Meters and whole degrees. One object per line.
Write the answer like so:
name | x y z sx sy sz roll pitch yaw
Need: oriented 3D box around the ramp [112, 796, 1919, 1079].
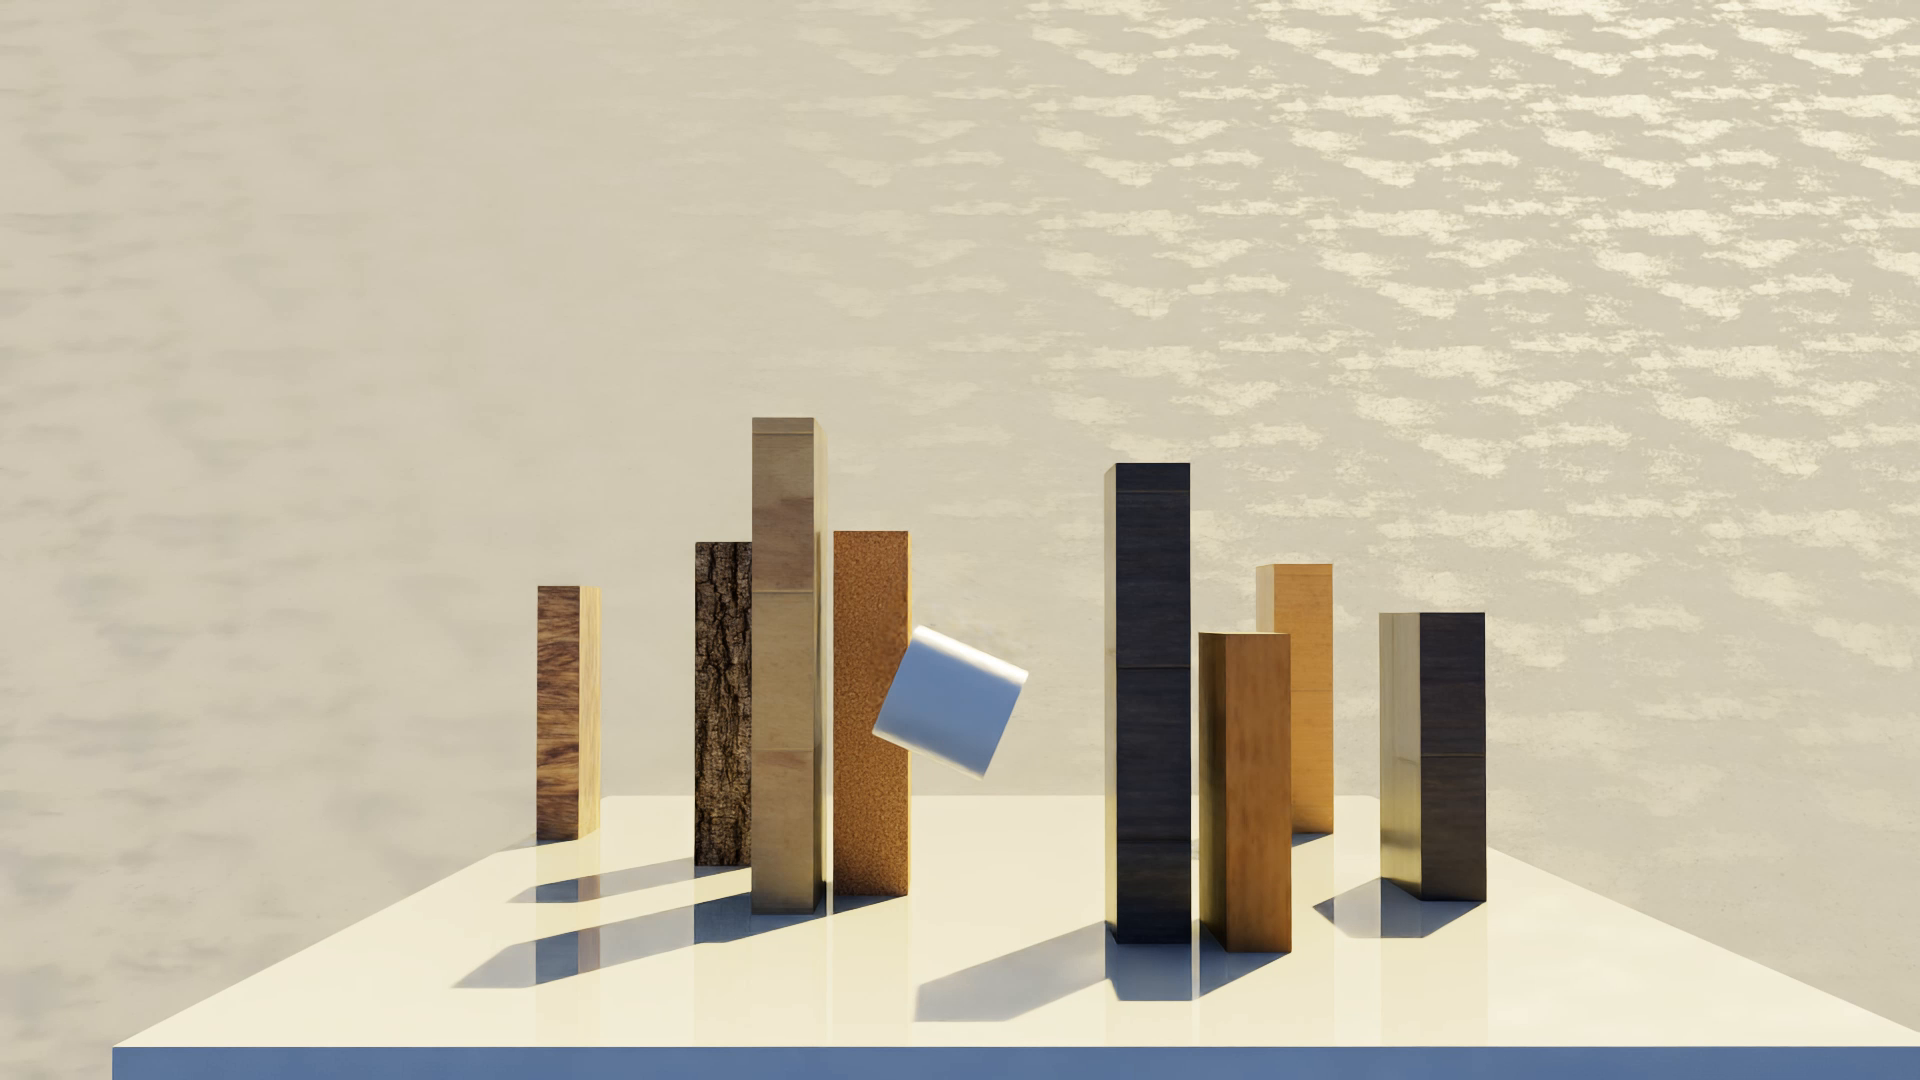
ramp | 0.077 0.662 4.825 2.000 0.100 4.000 0 -2 0

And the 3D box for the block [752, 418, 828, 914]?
block | -0.280 0.204 4.309 0.097 0.784 0.425 0 -2 0

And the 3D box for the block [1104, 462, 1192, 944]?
block | 0.278 0.238 3.876 0.107 0.689 0.301 0 -2 0

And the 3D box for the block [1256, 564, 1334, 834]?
block | 0.745 0.349 5.796 0.127 0.584 0.345 0 -2 0

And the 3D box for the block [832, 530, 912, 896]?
block | -0.151 0.295 4.515 0.126 0.614 0.282 0 -2 0

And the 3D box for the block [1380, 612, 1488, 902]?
block | 0.813 0.363 4.489 0.108 0.475 0.417 0 -2 0

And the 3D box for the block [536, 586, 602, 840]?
block | -0.848 0.369 5.642 0.089 0.535 0.331 0 -2 0

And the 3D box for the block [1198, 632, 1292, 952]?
block | 0.417 0.359 3.837 0.091 0.444 0.418 0 -2 0

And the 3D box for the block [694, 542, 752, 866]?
block | -0.440 0.312 5.024 0.121 0.611 0.257 0 -2 0

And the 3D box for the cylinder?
cylinder | -0.010 0.166 2.656 0.122 0.122 0.122 23 38 2
